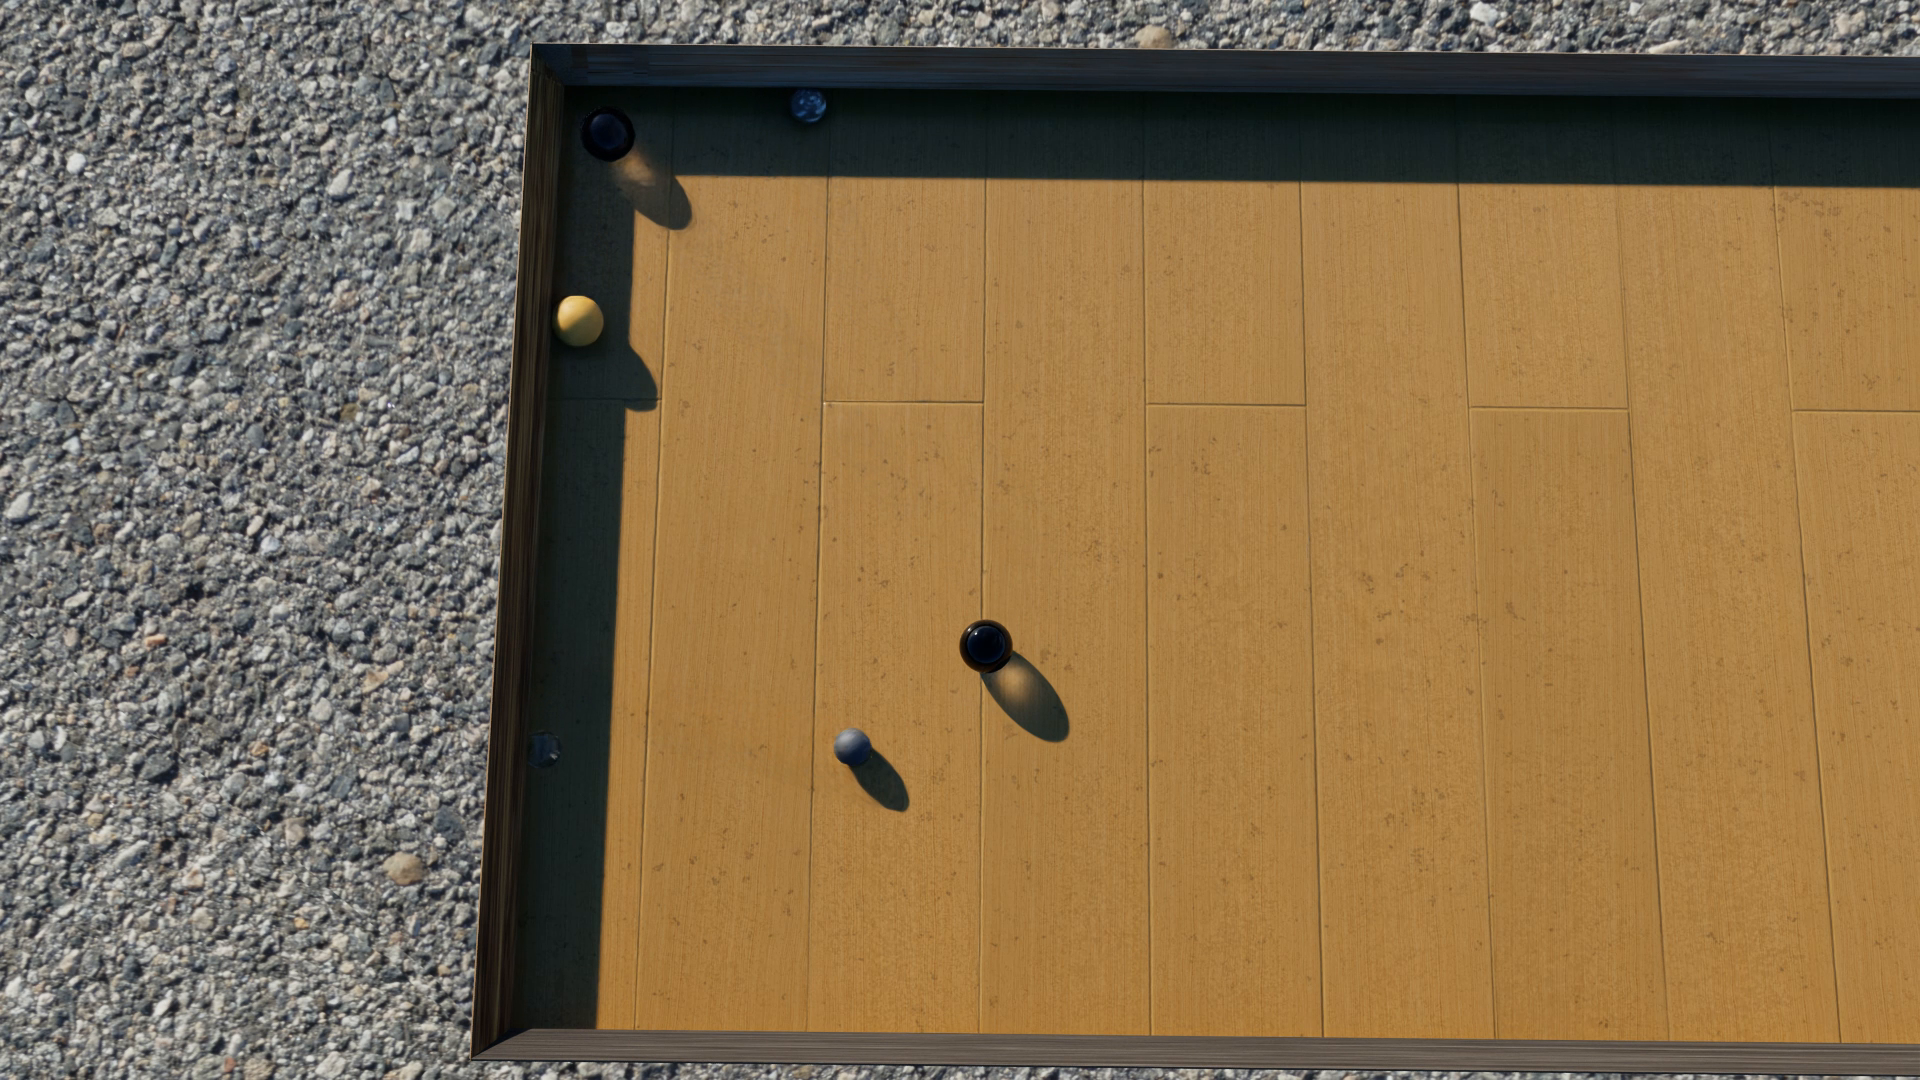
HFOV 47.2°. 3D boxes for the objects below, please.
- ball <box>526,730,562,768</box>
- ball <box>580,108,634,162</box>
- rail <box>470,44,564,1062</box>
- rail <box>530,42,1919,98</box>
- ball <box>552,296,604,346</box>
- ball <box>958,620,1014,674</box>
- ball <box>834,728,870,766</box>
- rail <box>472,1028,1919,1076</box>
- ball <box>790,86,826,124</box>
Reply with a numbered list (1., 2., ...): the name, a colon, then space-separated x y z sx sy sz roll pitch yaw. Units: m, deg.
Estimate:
1. ball: -0.619 0.310 3.257 0.056 0.056 0.056 0 77 0
2. ball: -0.555 -0.639 3.468 0.084 0.084 0.084 0 77 0
3. rail: -0.655 -0.012 3.305 0.045 0.109 1.547 1 77 0
4. rail: 0.686 -0.728 3.475 2.714 0.109 0.045 1 77 0
5. ball: -0.591 -0.338 3.399 0.080 0.080 0.080 0 77 0
6. ball: 0.039 0.159 3.280 0.081 0.081 0.081 0 77 0
7. ball: -0.160 0.306 3.259 0.055 0.055 0.055 0 77 0
8. rail: 0.670 0.732 3.129 2.714 0.109 0.045 1 77 0
9. ball: -0.242 -0.691 3.494 0.058 0.058 0.058 0 77 0
